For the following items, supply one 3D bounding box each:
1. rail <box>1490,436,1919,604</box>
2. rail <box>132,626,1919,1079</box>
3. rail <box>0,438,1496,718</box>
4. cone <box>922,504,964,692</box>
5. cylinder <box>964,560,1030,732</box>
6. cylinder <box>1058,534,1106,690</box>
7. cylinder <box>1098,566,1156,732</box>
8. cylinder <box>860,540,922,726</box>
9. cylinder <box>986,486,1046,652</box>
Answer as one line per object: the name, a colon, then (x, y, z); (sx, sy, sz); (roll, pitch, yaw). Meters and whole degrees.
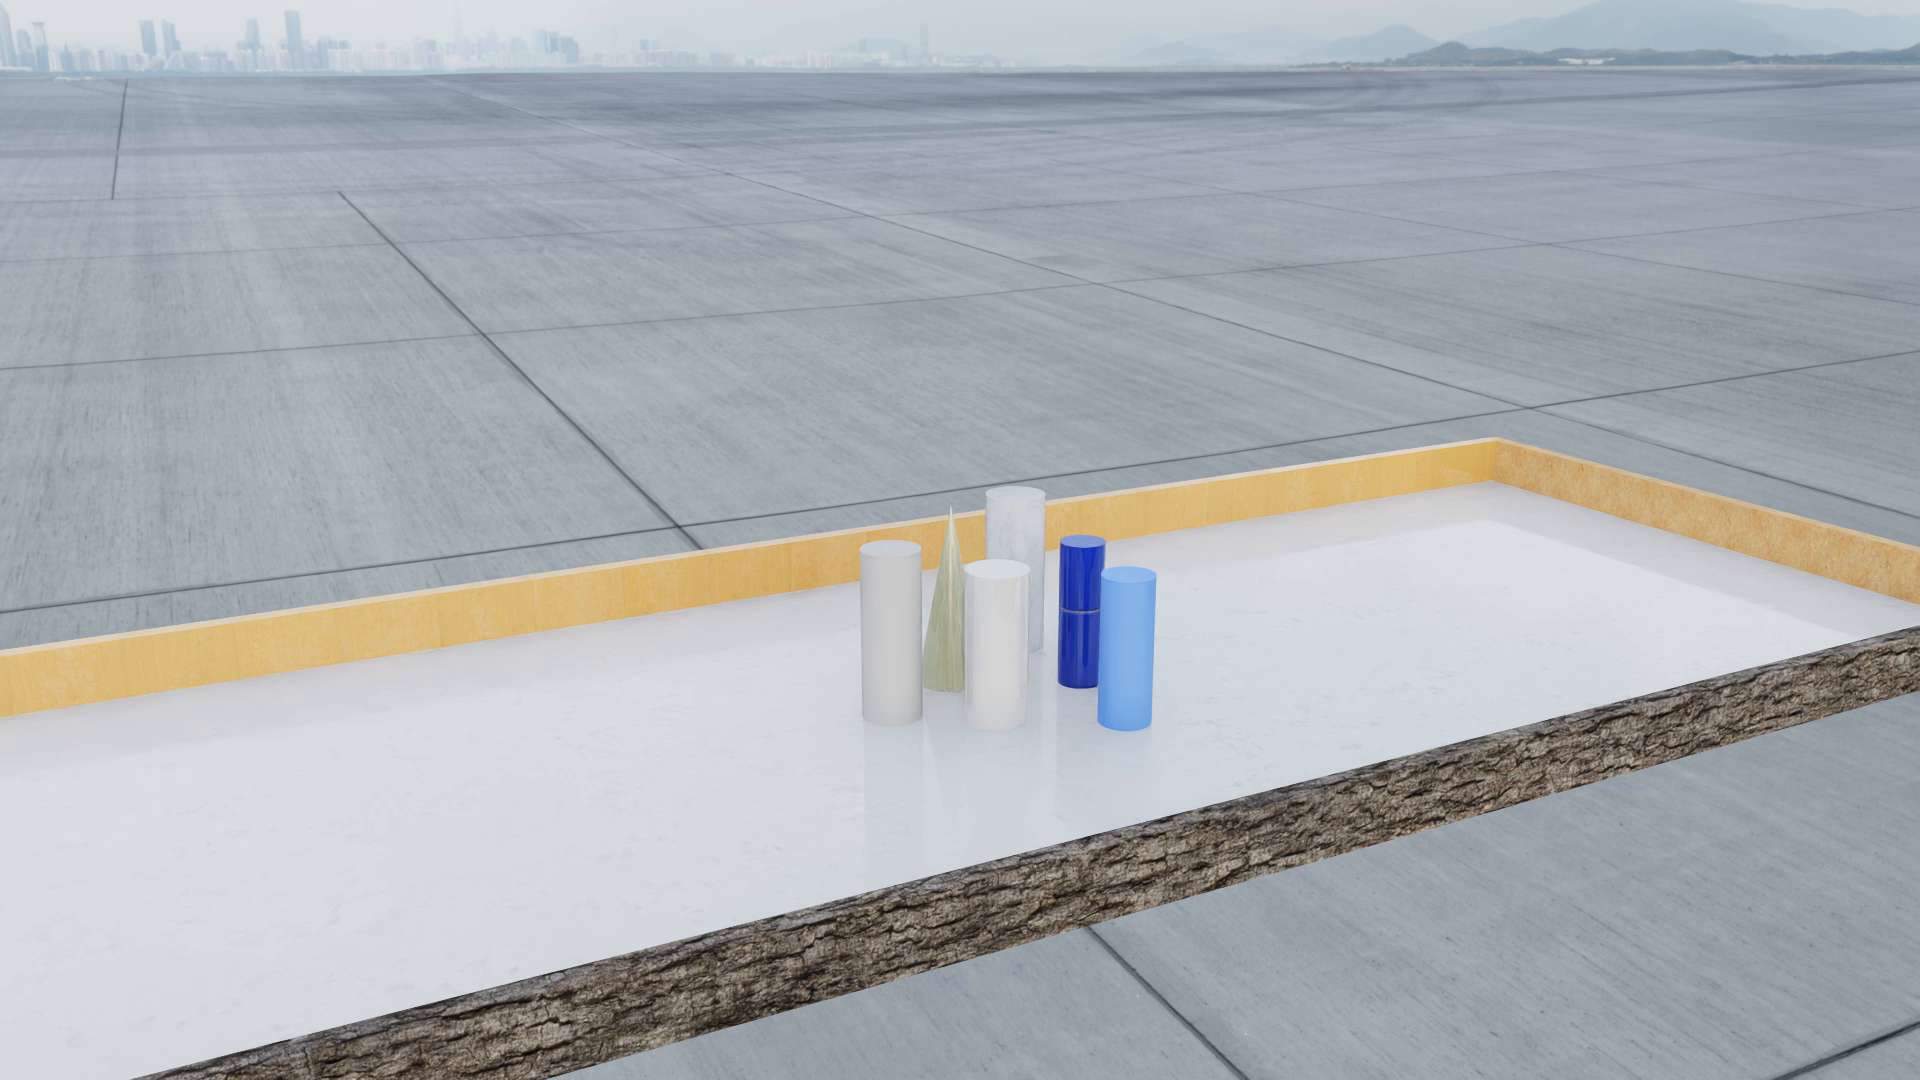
rail: (2.466, -0.048, 5.253); (0.050, 0.150, 2.100); (-9, 18, -27)
rail: (-2.336, 1.006, 1.665); (12.000, 0.150, 0.050); (-9, 18, -27)
rail: (-3.305, 0.497, 3.399); (12.000, 0.150, 0.050); (-9, 18, -27)
cone: (-0.022, 0.133, 4.094); (0.173, 0.456, 0.173); (0, 16, 0)
cylinder: (0.086, 0.245, 3.858); (0.152, 0.373, 0.152); (0, 16, 0)
cylinder: (0.301, 0.178, 4.097); (0.114, 0.367, 0.114); (0, 16, 0)
cylinder: (0.389, 0.253, 3.850); (0.128, 0.363, 0.128); (0, 16, 0)
cylinder: (-0.161, 0.218, 3.878); (0.144, 0.414, 0.144); (0, 16, 0)
cylinder: (0.145, 0.079, 4.348); (0.156, 0.416, 0.156); (0, 16, 0)
